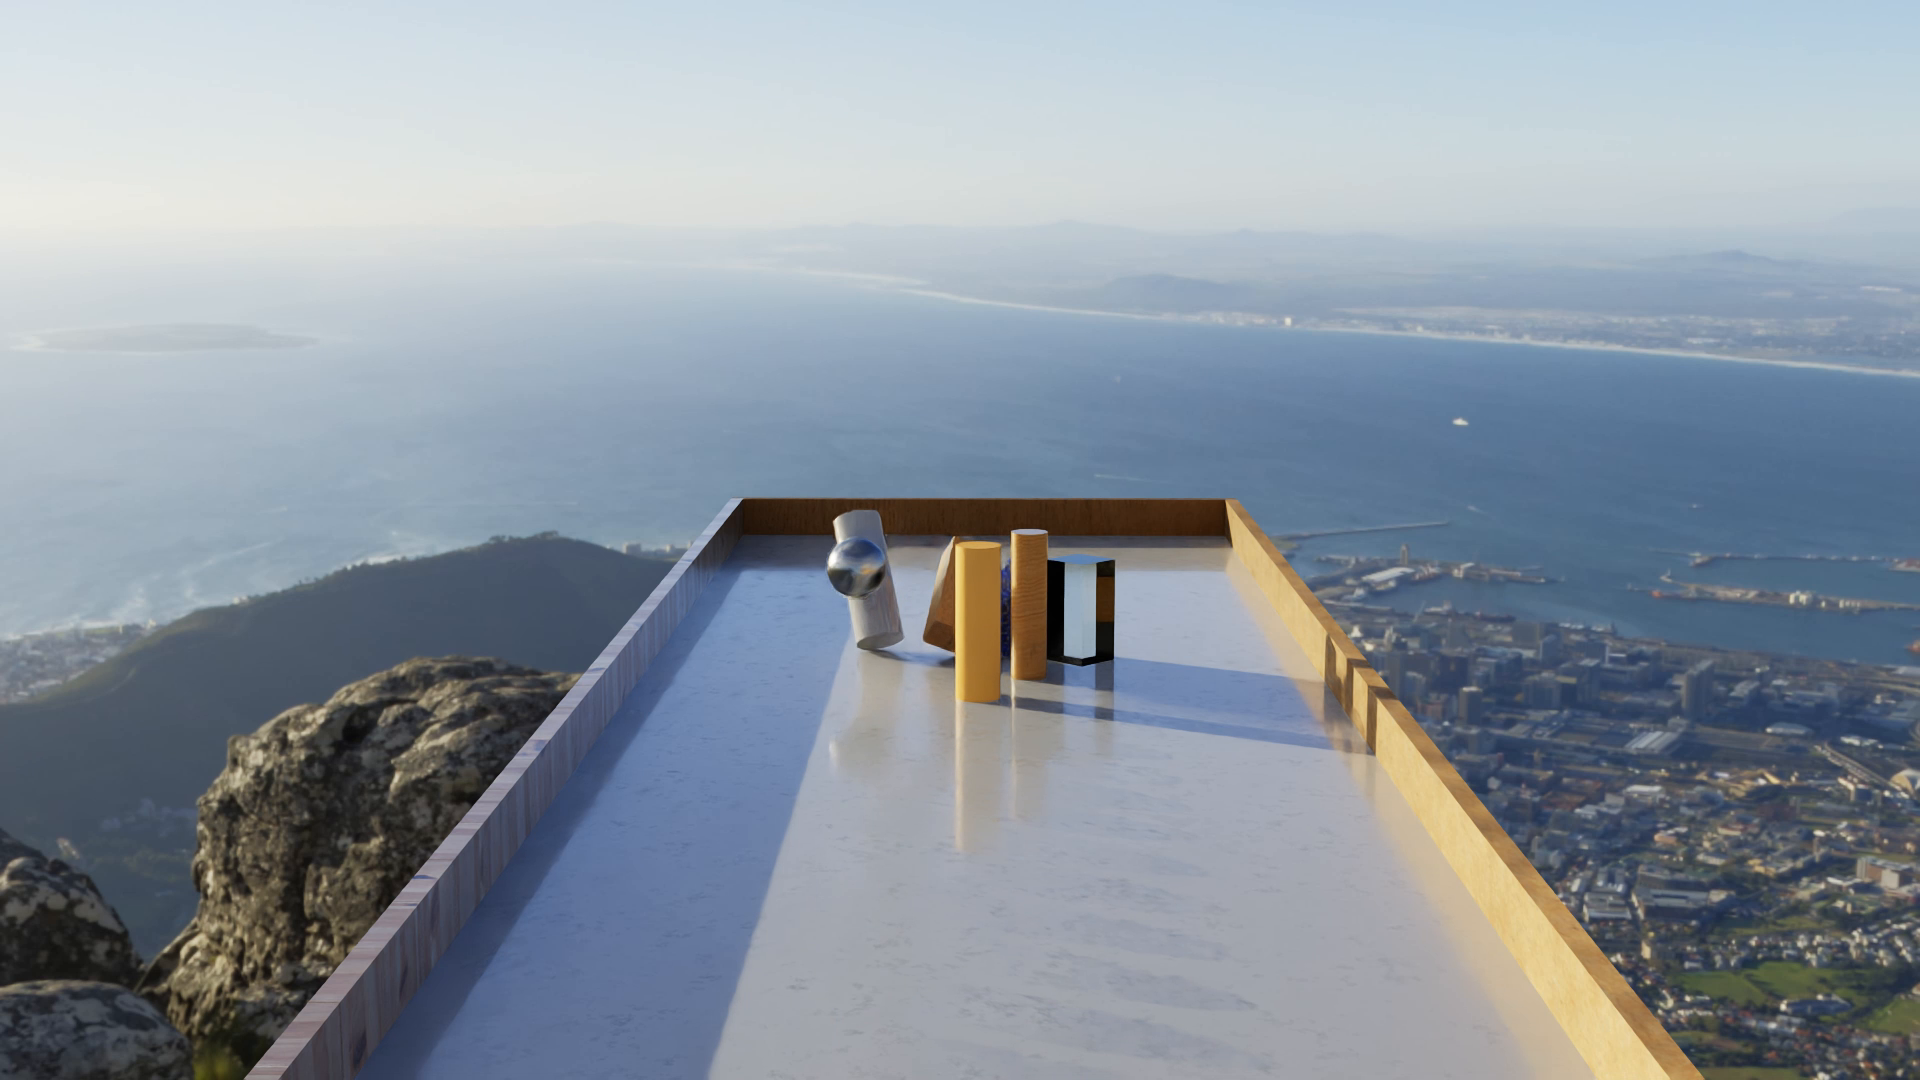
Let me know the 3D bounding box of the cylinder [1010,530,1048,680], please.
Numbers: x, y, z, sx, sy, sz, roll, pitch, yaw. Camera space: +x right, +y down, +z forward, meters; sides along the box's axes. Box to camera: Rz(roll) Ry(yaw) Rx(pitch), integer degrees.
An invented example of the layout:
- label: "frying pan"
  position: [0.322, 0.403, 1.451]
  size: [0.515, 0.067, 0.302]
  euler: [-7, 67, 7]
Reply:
- label: "cylinder"
  position: [0.202, 0.189, 6.437]
  size: [0.107, 0.432, 0.107]
  euler: [0, 9, 0]

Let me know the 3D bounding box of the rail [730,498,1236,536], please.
- label: "rail"
  position: [0.099, -0.098, 9.147]
  size: [2.100, 0.150, 0.050]
  euler: [0, 9, 1]

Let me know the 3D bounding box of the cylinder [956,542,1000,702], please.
- label: "cylinder"
  position: [0.051, 0.229, 6.174]
  size: [0.128, 0.436, 0.128]
  euler: [0, 9, 0]

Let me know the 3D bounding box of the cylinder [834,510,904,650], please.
- label: "cylinder"
  position: [-0.286, 0.123, 6.861]
  size: [0.149, 0.413, 0.149]
  euler: [-10, -21, -4]

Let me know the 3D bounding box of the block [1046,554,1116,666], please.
- label: "block"
  position: [0.366, 0.211, 6.686]
  size: [0.147, 0.310, 0.147]
  euler: [9, 13, 44]

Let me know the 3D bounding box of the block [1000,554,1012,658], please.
- label: "block"
  position: [0.165, 0.191, 6.732]
  size: [0.112, 0.322, 0.112]
  euler: [29, -4, -26]

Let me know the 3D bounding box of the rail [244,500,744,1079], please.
- label: "rail"
  position: [-1.004, 0.839, 3.234]
  size: [0.050, 0.150, 12.000]
  euler: [0, 9, 1]

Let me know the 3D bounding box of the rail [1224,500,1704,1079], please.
- label: "rail"
  position: [1.046, 0.843, 3.208]
  size: [0.050, 0.150, 12.000]
  euler: [0, 9, 1]

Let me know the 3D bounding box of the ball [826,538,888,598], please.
- label: "ball"
  position: [-0.313, 0.085, 6.701]
  size: [0.184, 0.184, 0.184]
  euler: [0, 9, 0]

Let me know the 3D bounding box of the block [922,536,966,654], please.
- label: "block"
  position: [-0.010, 0.171, 6.827]
  size: [0.122, 0.122, 0.337]
  euler: [21, 50, -10]
